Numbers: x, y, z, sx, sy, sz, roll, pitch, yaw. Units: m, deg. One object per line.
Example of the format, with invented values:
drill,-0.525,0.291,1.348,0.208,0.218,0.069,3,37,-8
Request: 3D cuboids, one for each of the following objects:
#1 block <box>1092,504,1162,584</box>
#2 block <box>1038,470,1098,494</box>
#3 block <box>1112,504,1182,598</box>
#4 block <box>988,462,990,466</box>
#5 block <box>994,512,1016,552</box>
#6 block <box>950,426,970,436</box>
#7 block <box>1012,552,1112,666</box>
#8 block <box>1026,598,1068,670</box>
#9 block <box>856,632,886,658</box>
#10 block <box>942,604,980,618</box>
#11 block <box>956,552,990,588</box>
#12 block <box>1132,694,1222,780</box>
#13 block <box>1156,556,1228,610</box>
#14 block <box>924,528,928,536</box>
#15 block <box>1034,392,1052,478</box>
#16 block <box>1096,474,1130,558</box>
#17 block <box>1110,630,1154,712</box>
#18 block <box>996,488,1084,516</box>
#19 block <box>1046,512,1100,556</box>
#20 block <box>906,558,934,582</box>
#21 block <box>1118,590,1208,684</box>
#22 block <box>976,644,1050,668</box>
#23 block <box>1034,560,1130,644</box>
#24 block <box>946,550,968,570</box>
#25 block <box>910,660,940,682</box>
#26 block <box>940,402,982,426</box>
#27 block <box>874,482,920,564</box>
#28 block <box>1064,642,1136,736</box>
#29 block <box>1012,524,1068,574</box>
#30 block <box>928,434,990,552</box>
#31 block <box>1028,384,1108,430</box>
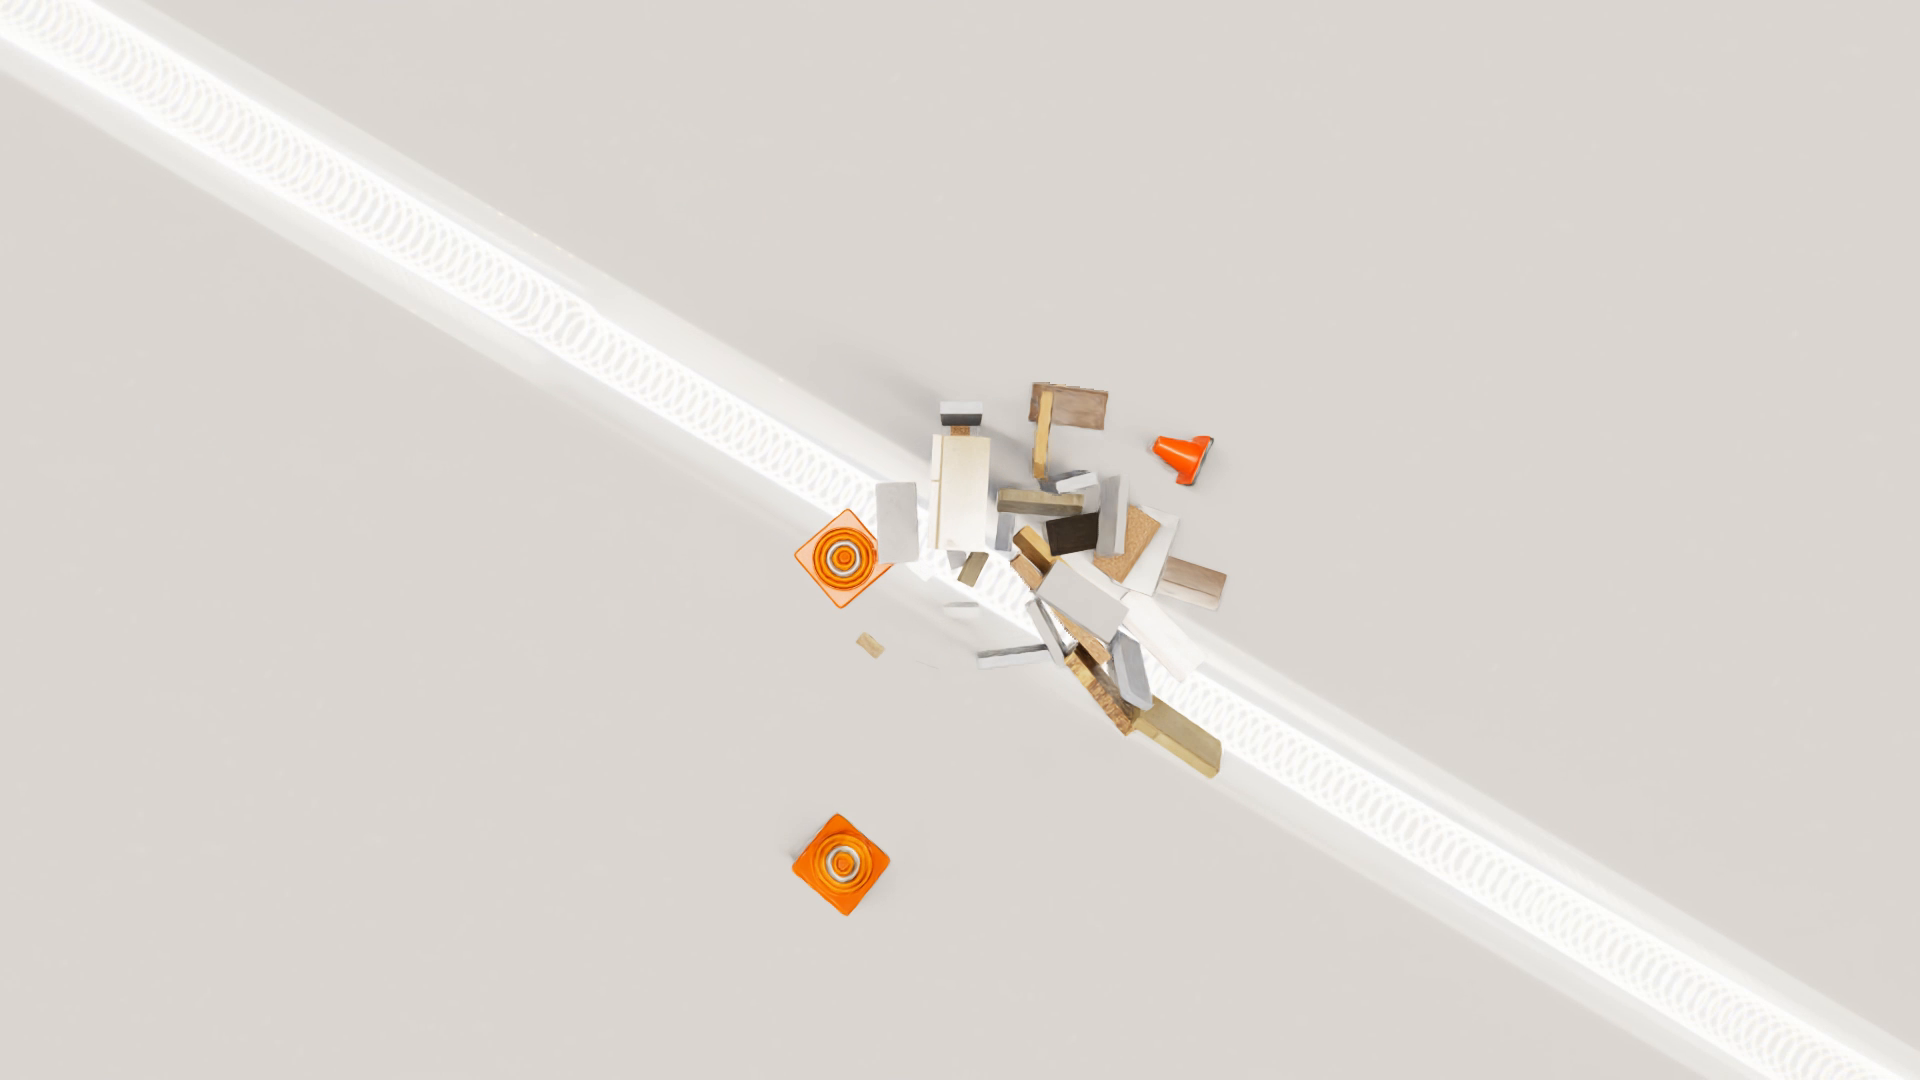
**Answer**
block,0.549,0.013,5.434,0.117,0.033,0.235,37,97,34
block,0.349,-0.190,5.358,0.133,0.266,0.038,-15,96,-8
block,0.618,0.037,5.451,0.138,0.039,0.276,19,86,18
block,0.003,-0.250,5.322,0.176,0.353,0.050,0,86,0
block,0.150,-0.027,5.470,0.018,0.063,0.127,7,90,-41
block,0.001,-0.365,5.366,0.063,0.018,0.125,0,90,0
block,0.331,0.225,5.419,0.046,0.161,0.444,-41,90,3
block,0.296,0.308,5.439,0.033,0.117,0.234,-28,90,12
block,-0.299,0.351,5.493,0.092,0.013,0.046,41,90,0
block,0.004,0.232,5.383,0.117,0.234,0.033,0,90,0
block,0.044,0.090,5.474,0.063,0.018,0.127,27,90,-36
block,0.713,0.635,5.401,0.321,0.161,0.046,35,120,-7
block,0.746,0.136,5.482,0.253,0.036,0.126,18,90,0
block,-0.020,-0.041,5.323,0.176,0.353,0.050,-21,89,0
block,0.271,-0.342,5.364,0.035,0.125,0.250,6,71,4
block,0.501,-0.078,5.413,0.033,0.117,0.265,11,77,-25
block,0.557,0.423,5.373,0.036,0.126,0.253,-33,45,28
block,0.263,-0.121,5.428,0.276,0.138,0.039,4,75,0
block,0.383,-0.021,5.409,0.235,0.033,0.117,-10,90,-42
block,-0.132,0.095,5.493,0.092,0.013,0.046,41,90,0
block,0.659,0.311,5.482,0.126,0.036,0.337,-44,90,0
block,0.175,0.382,5.440,0.234,0.117,0.033,-7,97,0
block,0.394,0.200,5.331,0.287,0.038,0.133,35,74,-4
block,-0.013,0.042,5.449,0.063,0.018,0.127,-15,135,0
block,-0.114,0.439,5.493,0.092,0.013,0.046,19,90,0
block,0.004,-0.389,5.102,0.125,0.510,0.035,0,90,0
block,-0.209,-0.057,5.467,0.133,0.038,0.266,-2,87,-6
block,0.469,0.487,5.417,0.046,0.161,0.321,-39,90,15
block,0.292,0.072,5.428,0.276,0.138,0.039,45,75,0
block,-0.004,-0.145,5.120,0.176,0.050,0.353,3,90,0
block,0.359,-0.442,5.482,0.250,0.035,0.125,8,90,0
